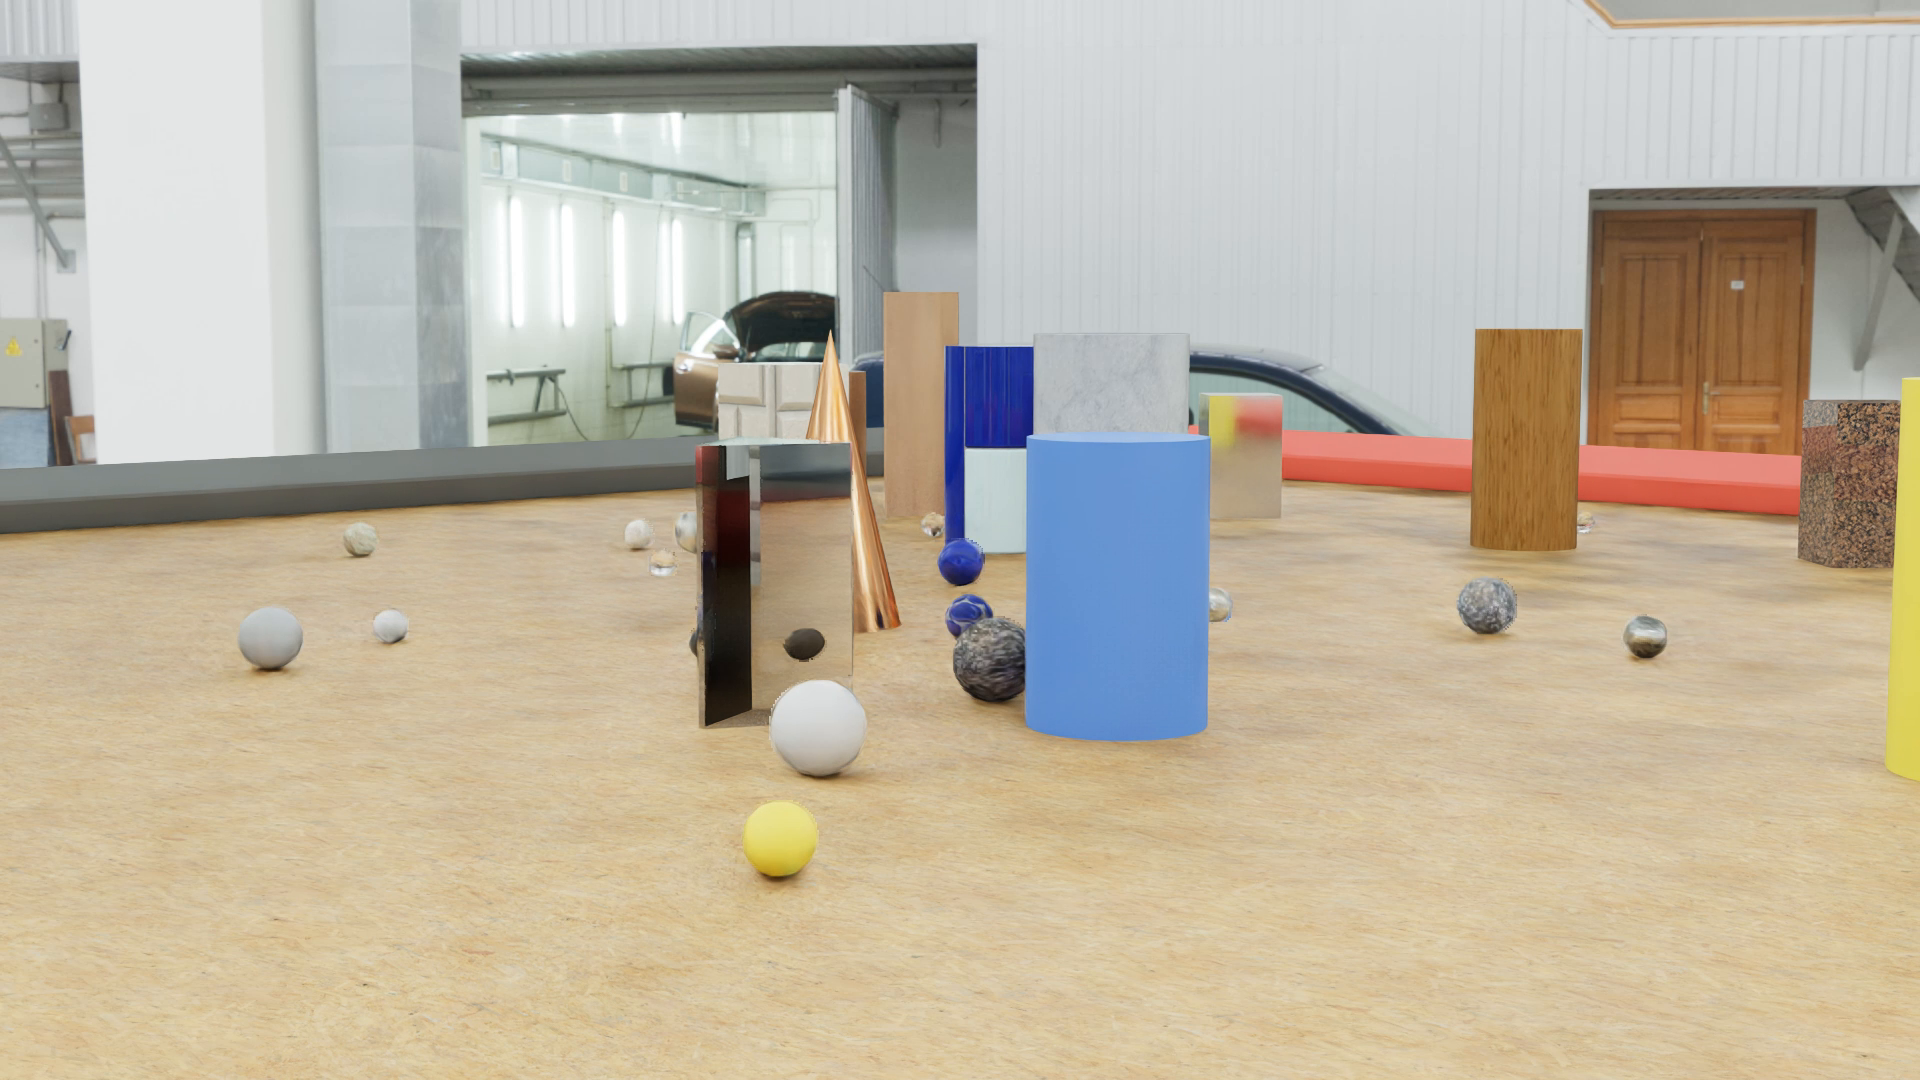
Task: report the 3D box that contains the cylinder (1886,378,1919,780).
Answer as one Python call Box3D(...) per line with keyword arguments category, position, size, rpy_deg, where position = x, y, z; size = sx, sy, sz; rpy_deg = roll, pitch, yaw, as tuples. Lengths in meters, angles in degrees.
Box3D(category="cylinder", position=(1.000, 0.036, 2.104), size=(0.196, 0.378, 0.196), rpy_deg=(0, 6, 0))

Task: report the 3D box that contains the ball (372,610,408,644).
Box3D(category="ball", position=(-0.762, 0.116, 2.942), size=(0.046, 0.046, 0.046), rpy_deg=(0, 6, 0))

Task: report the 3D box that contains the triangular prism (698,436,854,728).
Box3D(category="triangular prism", position=(-0.220, 0.041, 2.426), size=(0.170, 0.302, 0.147), rpy_deg=(-2, 6, -19))

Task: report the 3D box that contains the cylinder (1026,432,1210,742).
Box3D(category="cylinder", position=(0.169, 0.044, 2.360), size=(0.196, 0.310, 0.196), rpy_deg=(0, 6, 0))

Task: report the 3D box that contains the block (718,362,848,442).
Box3D(category="block", position=(-0.292, -0.114, 3.650), size=(0.157, 0.356, 0.157), rpy_deg=(-4, 7, -35))

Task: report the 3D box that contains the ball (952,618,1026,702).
Box3D(category="ball", position=(0.039, 0.137, 2.502), size=(0.096, 0.096, 0.096), rpy_deg=(0, 6, 0))

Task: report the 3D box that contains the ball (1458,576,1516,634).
Box3D(category="ball", position=(0.726, 0.090, 3.032), size=(0.079, 0.079, 0.079), rpy_deg=(0, 6, 0))

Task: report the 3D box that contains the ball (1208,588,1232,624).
Box3D(category="ball", position=(0.362, 0.093, 3.136), size=(0.051, 0.051, 0.051), rpy_deg=(0, 6, 0))

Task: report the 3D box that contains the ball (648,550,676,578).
Box3D(category="ball", position=(-0.496, 0.041, 3.663), size=(0.046, 0.046, 0.046), rpy_deg=(0, 6, 0))

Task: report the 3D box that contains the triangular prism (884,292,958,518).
Box3D(category="triangular prism", position=(-0.108, -0.299, 4.814), size=(0.170, 0.483, 0.147), rpy_deg=(-2, 6, -21))

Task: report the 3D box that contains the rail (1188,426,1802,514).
Box3D(category="rail", position=(1.693, -0.129, 4.886), size=(0.045, 0.127, 4.151), rpy_deg=(-5, 8, -42))

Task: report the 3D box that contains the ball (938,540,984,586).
Box3D(category="ball", position=(0.001, 0.037, 3.561), size=(0.074, 0.074, 0.074), rpy_deg=(0, 6, 0))

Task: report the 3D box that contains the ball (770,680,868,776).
Box3D(category="ball", position=(-0.135, 0.180, 2.108), size=(0.092, 0.092, 0.092), rpy_deg=(0, 6, 0))

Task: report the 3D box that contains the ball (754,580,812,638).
Box3D(category="ball", position=(-0.241, 0.094, 2.994), size=(0.079, 0.079, 0.079), rpy_deg=(0, 6, 0))

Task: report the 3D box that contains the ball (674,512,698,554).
Box3D(category="ball", position=(-0.483, -0.014, 4.030), size=(0.078, 0.078, 0.078), rpy_deg=(0, 6, 0))

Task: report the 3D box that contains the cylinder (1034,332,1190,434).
Box3D(category="cylinder", position=(0.190, -0.053, 2.784), size=(0.196, 0.415, 0.196), rpy_deg=(0, 6, 0))

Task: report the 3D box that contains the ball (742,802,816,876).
Box3D(category="ball", position=(-0.142, 0.236, 1.734), size=(0.059, 0.059, 0.059), rpy_deg=(0, 6, 0))

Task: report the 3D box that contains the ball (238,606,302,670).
Box3D(category="ball", position=(-0.857, 0.122, 2.732), size=(0.078, 0.078, 0.078), rpy_deg=(0, 6, 0))

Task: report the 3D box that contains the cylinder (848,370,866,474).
Box3D(category="cylinder", position=(-0.308, -0.225, 4.944), size=(0.196, 0.307, 0.196), rpy_deg=(0, 6, 0))

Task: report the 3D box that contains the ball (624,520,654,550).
Box3D(category="ball", position=(-0.600, -0.010, 4.106), size=(0.054, 0.054, 0.054), rpy_deg=(0, 6, 0))

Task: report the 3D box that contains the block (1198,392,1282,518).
Box3D(category="block", position=(0.606, -0.185, 4.772), size=(0.157, 0.263, 0.157), rpy_deg=(0, 6, -2))

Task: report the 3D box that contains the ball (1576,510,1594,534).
Box3D(category="ball", position=(1.239, -0.035, 4.377), size=(0.047, 0.047, 0.047), rpy_deg=(0, 6, 0))

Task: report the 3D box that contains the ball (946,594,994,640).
Box3D(category="ball", position=(0.013, 0.106, 2.946), size=(0.065, 0.065, 0.065), rpy_deg=(0, 6, 0))

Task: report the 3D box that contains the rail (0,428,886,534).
Box3D(category="rail", position=(-1.391, -0.124, 4.832), size=(4.655, 0.127, 0.045), rpy_deg=(-5, 8, -42))

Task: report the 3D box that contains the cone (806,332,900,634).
Box3D(category="cone", position=(-0.182, -0.088, 3.107), size=(0.196, 0.418, 0.196), rpy_deg=(0, 6, 0))

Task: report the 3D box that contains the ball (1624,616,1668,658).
Box3D(category="ball", position=(0.879, 0.124, 2.819), size=(0.055, 0.055, 0.055), rpy_deg=(0, 6, 0))

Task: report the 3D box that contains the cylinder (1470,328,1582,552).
Box3D(category="cylinder", position=(1.068, -0.193, 4.149), size=(0.196, 0.409, 0.196), rpy_deg=(0, 6, 0))

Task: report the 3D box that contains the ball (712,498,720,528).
Box3D(category="ball", position=(-0.458, -0.054, 4.407), size=(0.079, 0.079, 0.079), rpy_deg=(0, 6, 0))

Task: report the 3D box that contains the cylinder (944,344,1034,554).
Box3D(category="cylinder", position=(0.068, -0.172, 4.097), size=(0.196, 0.379, 0.196), rpy_deg=(0, 6, 0))

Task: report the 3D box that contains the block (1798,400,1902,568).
Box3D(category="block", position=(1.587, -0.101, 3.869), size=(0.157, 0.285, 0.157), rpy_deg=(0, 6, 0))

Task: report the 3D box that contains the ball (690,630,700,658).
Box3D(category="ball", position=(-0.325, 0.132, 2.810), size=(0.041, 0.041, 0.041), rpy_deg=(0, 6, 0))

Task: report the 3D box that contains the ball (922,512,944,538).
Box3D(category="ball", position=(-0.052, -0.029, 4.320), size=(0.048, 0.048, 0.048), rpy_deg=(0, 6, 0))

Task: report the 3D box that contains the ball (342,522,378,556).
Box3D(category="ball", position=(-1.085, -0.001, 3.979), size=(0.062, 0.062, 0.062), rpy_deg=(0, 6, 0))
